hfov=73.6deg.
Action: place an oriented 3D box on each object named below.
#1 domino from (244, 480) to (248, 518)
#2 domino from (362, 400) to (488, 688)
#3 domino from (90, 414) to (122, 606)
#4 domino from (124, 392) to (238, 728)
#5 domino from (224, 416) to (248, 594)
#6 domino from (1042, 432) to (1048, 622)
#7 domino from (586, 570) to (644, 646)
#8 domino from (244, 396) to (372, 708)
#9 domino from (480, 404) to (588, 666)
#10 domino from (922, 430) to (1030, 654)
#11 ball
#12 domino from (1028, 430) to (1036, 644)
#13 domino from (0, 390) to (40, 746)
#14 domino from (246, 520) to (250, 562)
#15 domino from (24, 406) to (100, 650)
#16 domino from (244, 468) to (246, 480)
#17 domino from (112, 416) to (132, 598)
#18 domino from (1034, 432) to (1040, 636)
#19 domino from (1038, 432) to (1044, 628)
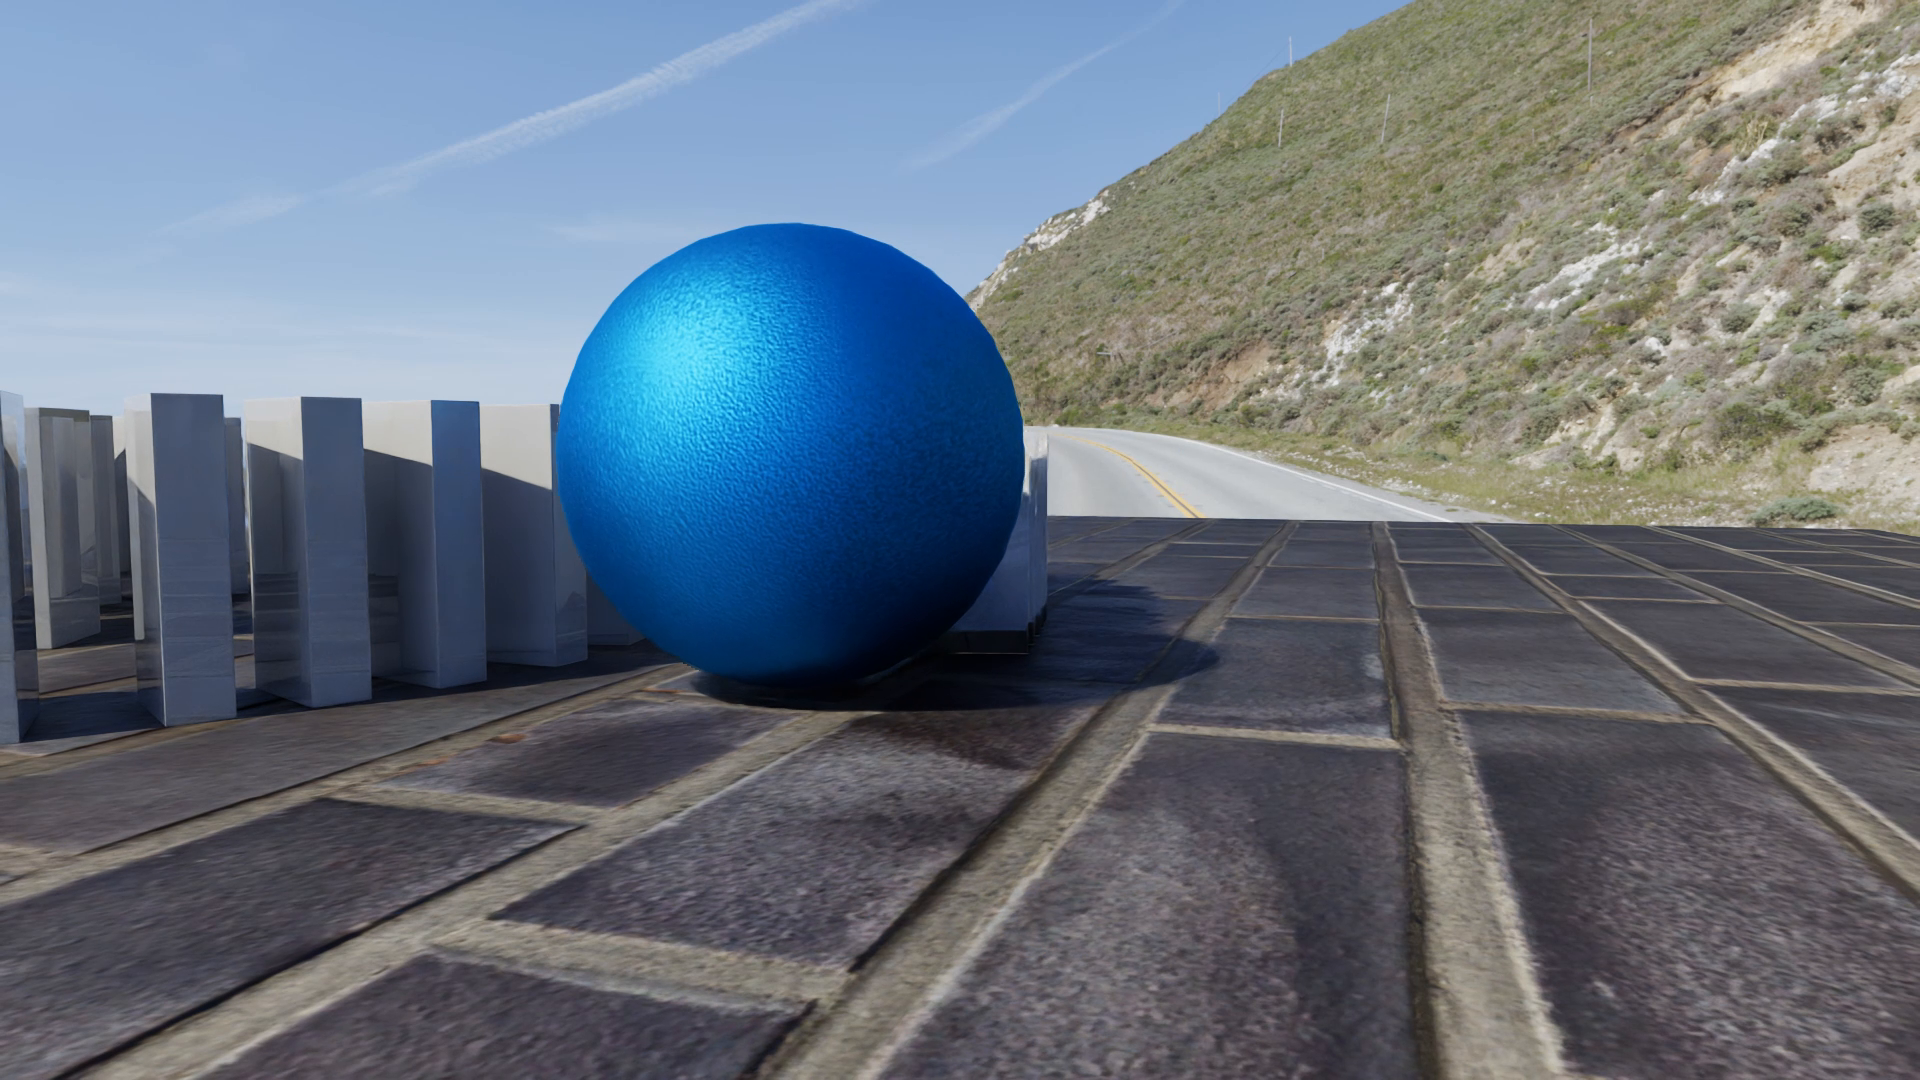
[{"bbox_3d":[-0.253,-0.012,0.465,0.050,0.010,0.025,42,-9,-17],"label":"domino"},{"bbox_3d":[-0.098,0.000,0.232,0.025,0.050,0.010,3,5,35],"label":"domino"},{"bbox_3d":[-0.238,-0.008,0.341,0.025,0.050,0.009,1,4,17],"label":"domino"},{"bbox_3d":[-0.124,0.002,0.204,0.010,0.050,0.025,-4,6,-41],"label":"domino"},{"bbox_3d":[-0.213,-0.010,0.372,0.010,0.050,0.025,-3,5,-32],"label":"domino"},{"bbox_3d":[0.009,-0.004,0.318,0.025,0.050,0.010,0,-34,4],"label":"domino"},{"bbox_3d":[-0.082,-0.003,0.275,0.025,0.050,0.010,0,4,5],"label":"domino"},{"bbox_3d":[-0.110,0.001,0.217,0.025,0.050,0.009,4,6,42],"label":"domino"},{"bbox_3d":[-0.087,-0.001,0.252,0.025,0.050,0.009,2,5,21],"label":"domino"},{"bbox_3d":[0.002,0.000,0.271,0.025,0.050,0.010,0,-33,4],"label":"domino"},{"bbox_3d":[-0.029,-0.014,0.224,0.080,0.080,0.080,0,4,0],"label":"ball"},{"bbox_3d":[0.004,-0.001,0.283,0.025,0.050,0.010,0,-33,4],"label":"domino"},{"bbox_3d":[-0.144,0.003,0.189,0.010,0.050,0.025,-2,5,-30],"label":"domino"},{"bbox_3d":[-0.269,-0.013,0.456,0.010,0.050,0.025,-46,21,-15],"label":"domino"},{"bbox_3d":[-0.196,-0.003,0.275,0.010,0.050,0.025,-1,4,-14],"label":"domino"},{"bbox_3d":[-0.236,-0.012,0.472,0.050,0.010,0.025,39,-6,-14],"label":"domino"},{"bbox_3d":[-0.229,-0.009,0.358,0.025,0.050,0.010,3,5,37],"label":"domino"},{"bbox_3d":[0.006,-0.002,0.295,0.025,0.050,0.009,0,-33,2],"label":"domino"},{"bbox_3d":[0.007,-0.003,0.307,0.025,0.050,0.010,0,-33,2],"label":"domino"}]
